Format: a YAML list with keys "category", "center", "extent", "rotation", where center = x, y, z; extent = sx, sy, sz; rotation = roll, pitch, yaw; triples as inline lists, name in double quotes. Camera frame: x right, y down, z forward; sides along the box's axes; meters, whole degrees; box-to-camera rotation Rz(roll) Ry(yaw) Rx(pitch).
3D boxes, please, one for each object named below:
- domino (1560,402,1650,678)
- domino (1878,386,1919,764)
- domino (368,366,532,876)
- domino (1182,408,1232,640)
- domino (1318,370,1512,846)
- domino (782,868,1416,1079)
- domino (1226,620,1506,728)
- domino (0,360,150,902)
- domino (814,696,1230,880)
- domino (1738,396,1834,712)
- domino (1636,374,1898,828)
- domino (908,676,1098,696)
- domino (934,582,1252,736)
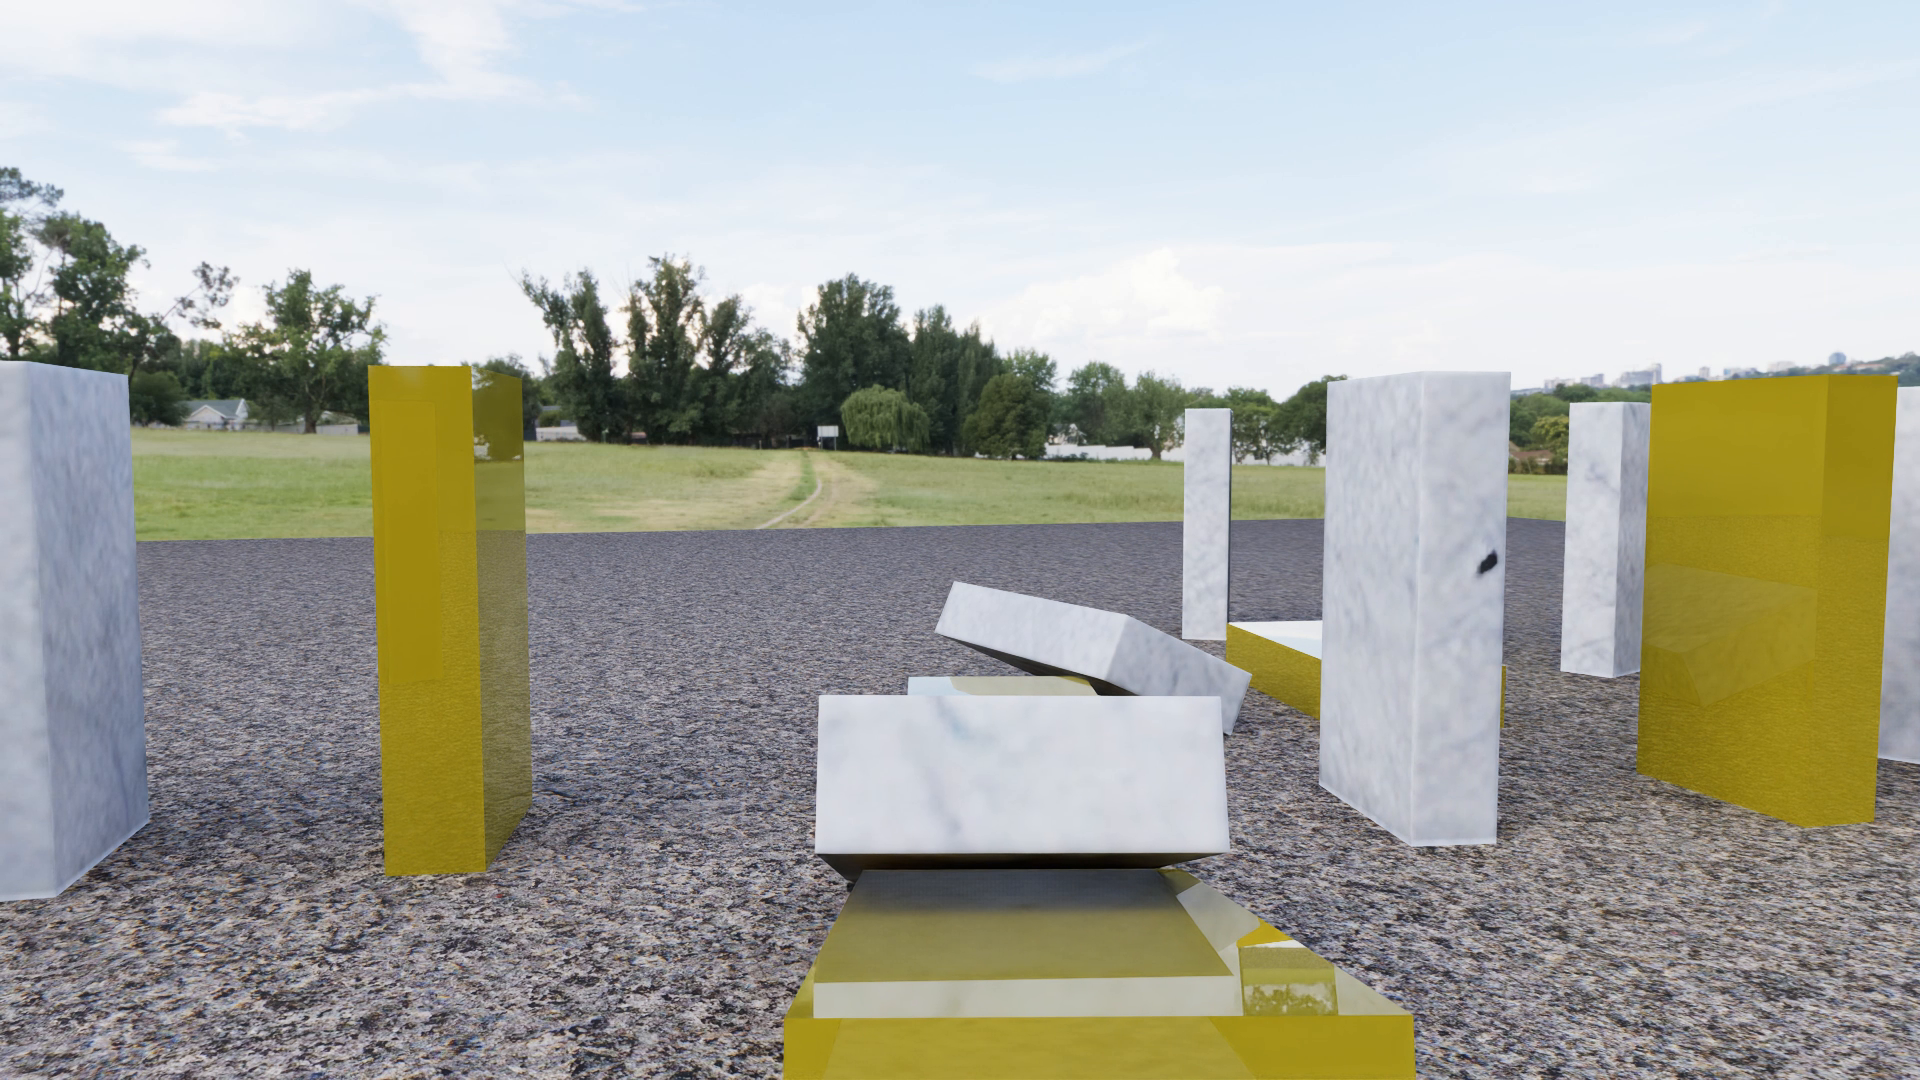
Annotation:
- category: "domino"
  center: [0.125, -0.001, 0.243]
  extent: [0.025, 0.050, 0.009]
  rotation: [-3, 6, -39]
- category: "domino"
  center: [0.132, 0.005, 0.172]
  extent: [0.010, 0.050, 0.025]
  rotation: [-4, 6, -41]
- category: "domino"
  center: [-0.054, 0.007, 0.138]
  extent: [0.009, 0.050, 0.025]
  rotation: [-1, 4, -8]
- category: "domino"
  center: [0.056, -0.004, 0.290]
  extent: [0.009, 0.050, 0.025]
  rotation: [1, 4, 13]
- category: "domino"
  center: [0.051, 0.007, 0.147]
  extent: [0.009, 0.050, 0.025]
  rotation: [0, 4, -7]
- category: "domino"
  center: [0.005, 0.027, 0.075]
  extent: [0.025, 0.009, 0.050]
  rotation: [0, -8, -1]
- category: "domino"
  center: [0.065, 0.022, 0.215]
  extent: [0.025, 0.010, 0.050]
  rotation: [-1, 4, -9]
- category: "domino"
  center: [-0.093, 0.008, 0.130]
  extent: [0.010, 0.050, 0.025]
  rotation: [-1, 4, -15]
- category: "domino"
  center: [0.003, 0.021, 0.102]
  extent: [0.025, 0.009, 0.050]
  rotation: [0, -17, -3]
- category: "domino"
  center: [0.143, 0.002, 0.210]
  extent: [0.025, 0.050, 0.009]
  rotation: [-1, 4, -16]
- category: "domino"
  center: [0.095, 0.006, 0.154]
  extent: [0.010, 0.050, 0.025]
  rotation: [-1, 4, -14]
- category: "domino"
  center: [0.006, 0.026, 0.158]
  extent: [0.025, 0.009, 0.050]
  rotation: [0, 4, -2]
- category: "domino"
  center: [0.019, 0.018, 0.204]
  extent: [0.025, 0.009, 0.050]
  rotation: [25, -8, -28]
